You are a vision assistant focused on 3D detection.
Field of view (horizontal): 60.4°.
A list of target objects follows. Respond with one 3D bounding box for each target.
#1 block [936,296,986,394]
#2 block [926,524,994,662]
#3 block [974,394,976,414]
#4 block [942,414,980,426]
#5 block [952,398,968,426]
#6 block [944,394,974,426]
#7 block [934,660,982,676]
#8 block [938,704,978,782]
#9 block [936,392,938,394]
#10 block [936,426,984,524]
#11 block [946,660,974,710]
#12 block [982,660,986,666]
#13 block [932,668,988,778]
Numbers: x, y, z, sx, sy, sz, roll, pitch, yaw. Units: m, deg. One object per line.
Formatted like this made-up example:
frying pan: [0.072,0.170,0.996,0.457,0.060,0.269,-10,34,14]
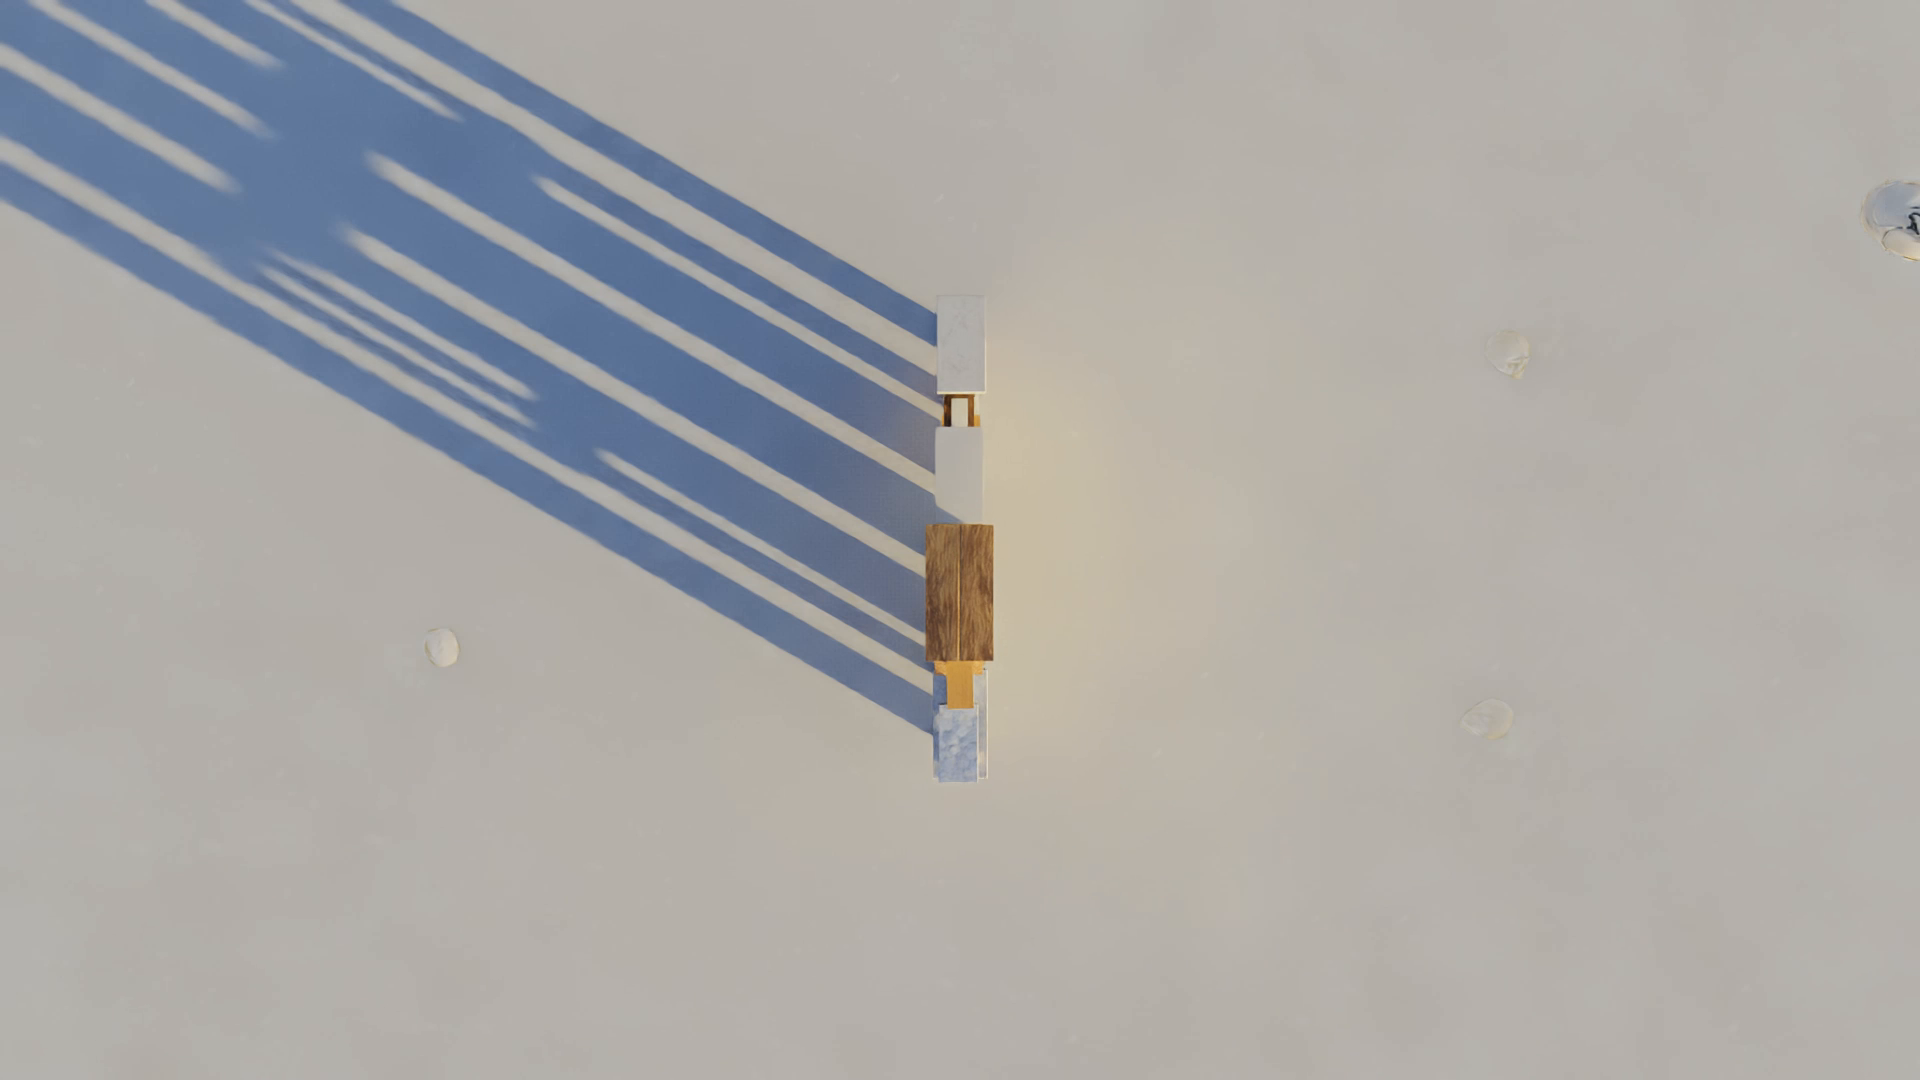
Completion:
block: [0.003,-0.535,4.529,0.133,0.038,0.266,0,87,0]
block: [-0.001,0.132,4.166,0.171,0.049,0.343,0,90,0]
block: [-0.001,-0.387,5.280,0.103,0.029,0.205,0,90,0]
block: [0.003,-0.258,4.929,0.115,0.033,0.230,0,90,0]
block: [-0.001,-0.350,4.618,0.046,0.013,0.092,0,90,0]
block: [-0.003,-0.341,4.729,0.086,0.024,0.171,0,90,0]
block: [-0.004,0.239,4.552,0.132,0.037,0.264,0,90,0]
block: [-0.004,0.561,4.557,0.108,0.030,0.215,0,90,0]
block: [0.000,-0.446,4.679,0.133,0.266,0.038,0,90,-2]
block: [-0.002,-0.172,4.382,0.128,0.036,0.257,0,90,0]
block: [0.000,0.378,4.384,0.070,0.020,0.140,-2,90,0]
block: [0.002,0.225,4.854,0.143,0.040,0.285,0,90,0]
block: [0.001,0.534,4.809,0.158,0.045,0.316,0,90,0]
